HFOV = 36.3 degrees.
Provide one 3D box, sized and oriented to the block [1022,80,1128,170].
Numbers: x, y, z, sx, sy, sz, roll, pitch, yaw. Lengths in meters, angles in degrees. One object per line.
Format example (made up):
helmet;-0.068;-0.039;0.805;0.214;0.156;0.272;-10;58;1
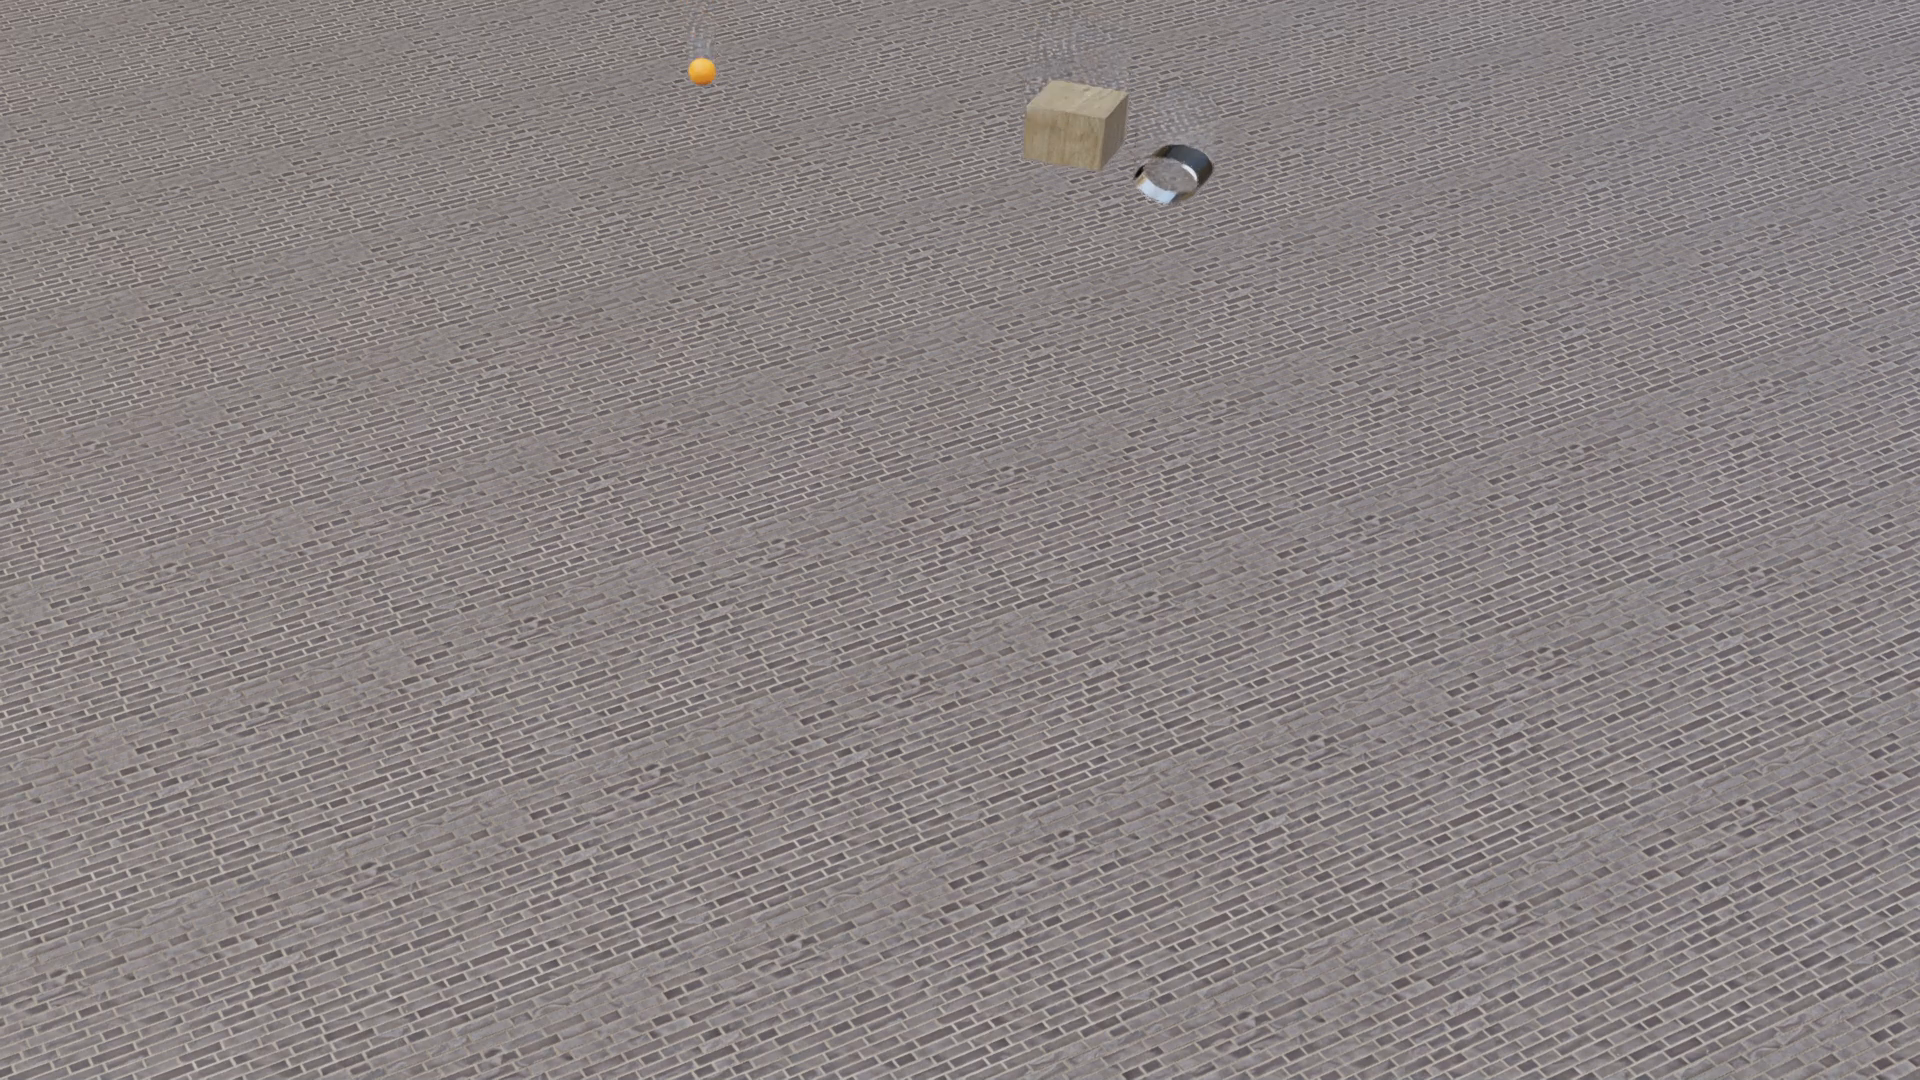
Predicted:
block;0.304;-1.089;7.692;0.210;0.142;0.244;12;27;13

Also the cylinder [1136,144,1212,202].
cylinder;0.680;-1.165;9.317;0.224;0.149;0.112;7;39;33
